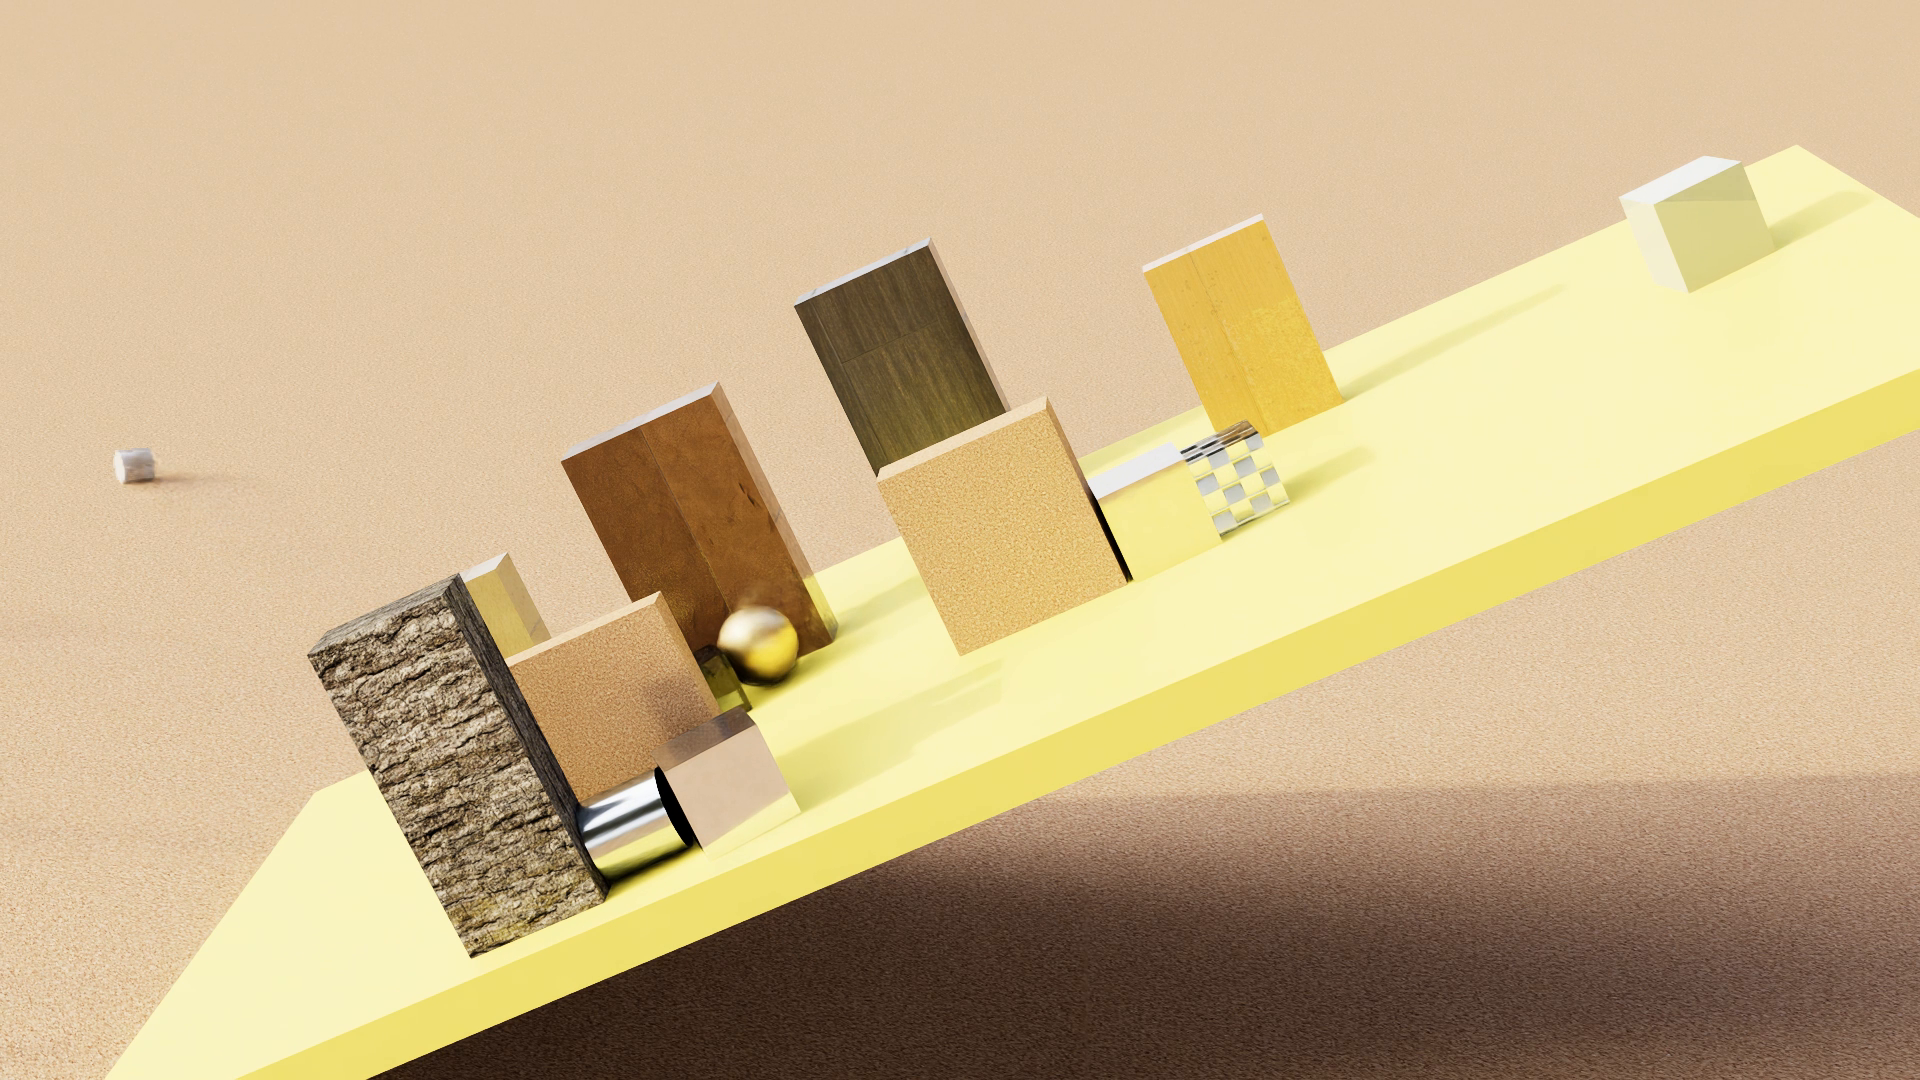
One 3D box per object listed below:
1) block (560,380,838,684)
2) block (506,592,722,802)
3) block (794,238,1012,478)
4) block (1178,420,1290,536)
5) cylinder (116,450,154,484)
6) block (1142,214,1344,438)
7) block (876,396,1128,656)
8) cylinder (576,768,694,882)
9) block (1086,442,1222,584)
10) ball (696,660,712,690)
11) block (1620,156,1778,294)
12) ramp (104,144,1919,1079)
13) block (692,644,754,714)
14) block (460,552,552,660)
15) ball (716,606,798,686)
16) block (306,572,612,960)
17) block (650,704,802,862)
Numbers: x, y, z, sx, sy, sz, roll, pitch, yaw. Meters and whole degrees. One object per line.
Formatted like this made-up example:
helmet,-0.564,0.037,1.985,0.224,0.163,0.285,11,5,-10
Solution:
block,-0.582,0.010,6.625,0.373,0.628,0.138,-24,13,9
block,-0.683,0.383,5.785,0.415,0.435,0.080,-24,13,9
block,-0.091,-0.343,7.016,0.349,0.662,0.119,-24,13,9
block,0.562,-0.129,6.064,0.163,0.163,0.163,-25,13,2
cylinder,-3.081,-0.275,10.983,0.114,0.114,0.114,-9,18,-30
block,0.634,-0.459,6.575,0.288,0.454,0.082,-24,13,9
block,0.088,-0.028,6.020,0.377,0.403,0.123,-24,13,9
cylinder,-0.623,0.545,5.633,0.167,0.167,0.167,-24,15,5
block,0.397,-0.058,6.027,0.194,0.194,0.194,-25,13,2
ball,-0.615,0.325,6.577,0.125,0.125,0.125,0,16,0
block,1.557,-0.668,6.213,0.206,0.206,0.206,-26,13,-2
ramp,0.134,0.169,6.283,4.000,0.100,2.000,-24,13,9
block,-0.560,0.330,6.413,0.143,0.143,0.143,-29,13,-13
block,-0.991,0.322,6.412,0.247,0.521,0.137,-24,13,9
ball,-0.447,0.234,6.499,0.179,0.179,0.179,0,16,0
block,-0.937,0.429,5.567,0.285,0.665,0.147,-24,13,9
block,-0.446,0.459,5.577,0.194,0.194,0.194,-28,13,-9
